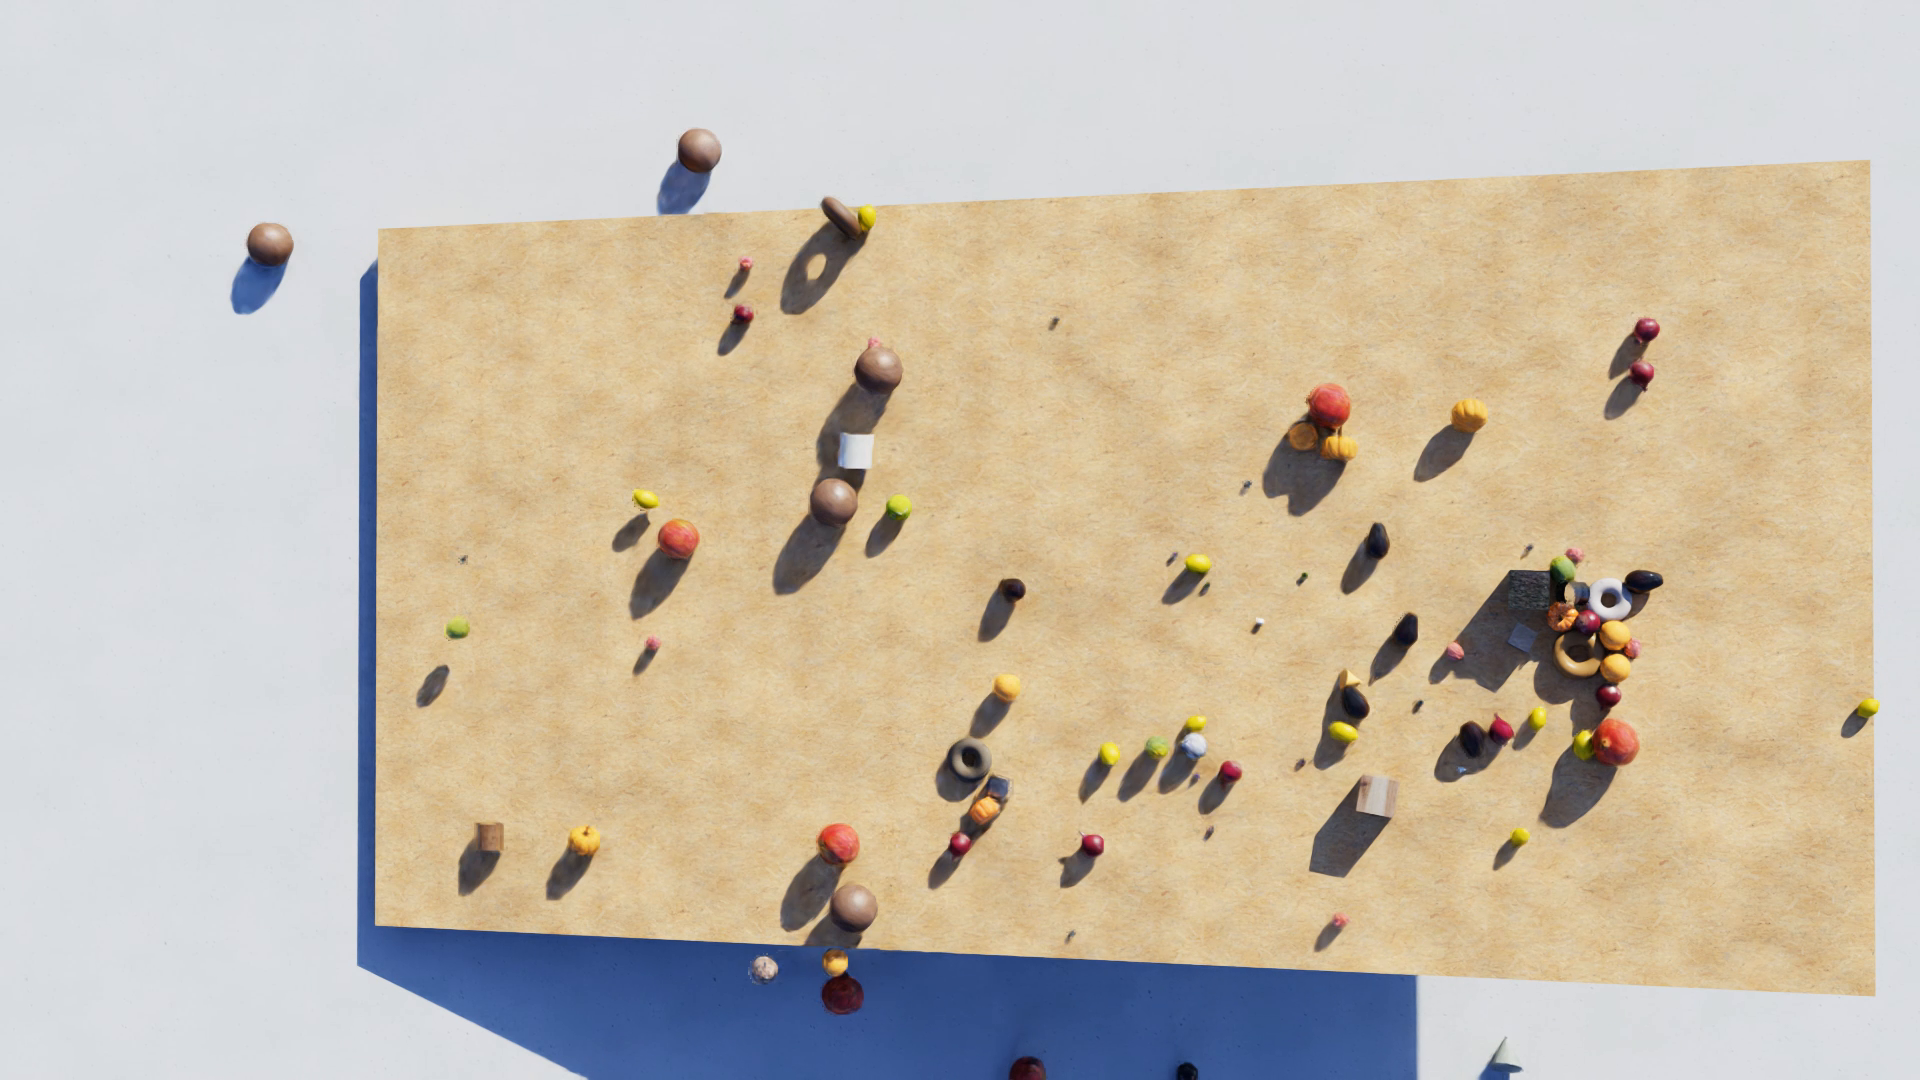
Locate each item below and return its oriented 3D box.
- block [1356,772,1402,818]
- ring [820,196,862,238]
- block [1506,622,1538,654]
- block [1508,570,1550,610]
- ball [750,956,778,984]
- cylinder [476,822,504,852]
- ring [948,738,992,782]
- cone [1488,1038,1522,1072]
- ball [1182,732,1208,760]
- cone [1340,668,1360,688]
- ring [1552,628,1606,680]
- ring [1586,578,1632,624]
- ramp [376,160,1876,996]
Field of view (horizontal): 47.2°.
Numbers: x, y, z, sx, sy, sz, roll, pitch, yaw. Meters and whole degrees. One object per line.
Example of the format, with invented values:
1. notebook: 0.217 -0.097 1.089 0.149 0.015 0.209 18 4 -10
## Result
1. block: 1.050 0.637 5.510 0.091 0.091 0.091 9 92 15
2. ring: -0.319 -0.864 5.888 0.046 0.137 0.137 -44 89 -2
3. block: 1.392 0.242 5.440 0.056 0.056 0.056 27 96 14
4. block: 1.403 0.123 5.418 0.097 0.097 0.097 1 90 15
5. ball: -0.534 1.175 6.015 0.077 0.077 0.077 0 89 0
6. cylinder: -1.317 0.830 6.164 0.076 0.076 0.076 0 88 0
7. ring: 0.025 0.582 5.820 0.121 0.040 0.121 0 90 15
8. cone: 1.581 1.482 6.369 0.095 0.095 0.095 9 62 0
9. ball: 0.602 0.529 5.647 0.067 0.067 0.067 0 89 0
10. cone: 0.994 0.355 5.565 0.050 0.050 0.050 11 89 -11
11. ring: 1.523 0.280 5.411 0.130 0.043 0.130 -1 88 15
12. ring: 1.592 0.148 5.397 0.112 0.037 0.112 0 88 15
13. ramp: 0.267 0.097 5.833 4.000 0.100 2.000 0 89 15
